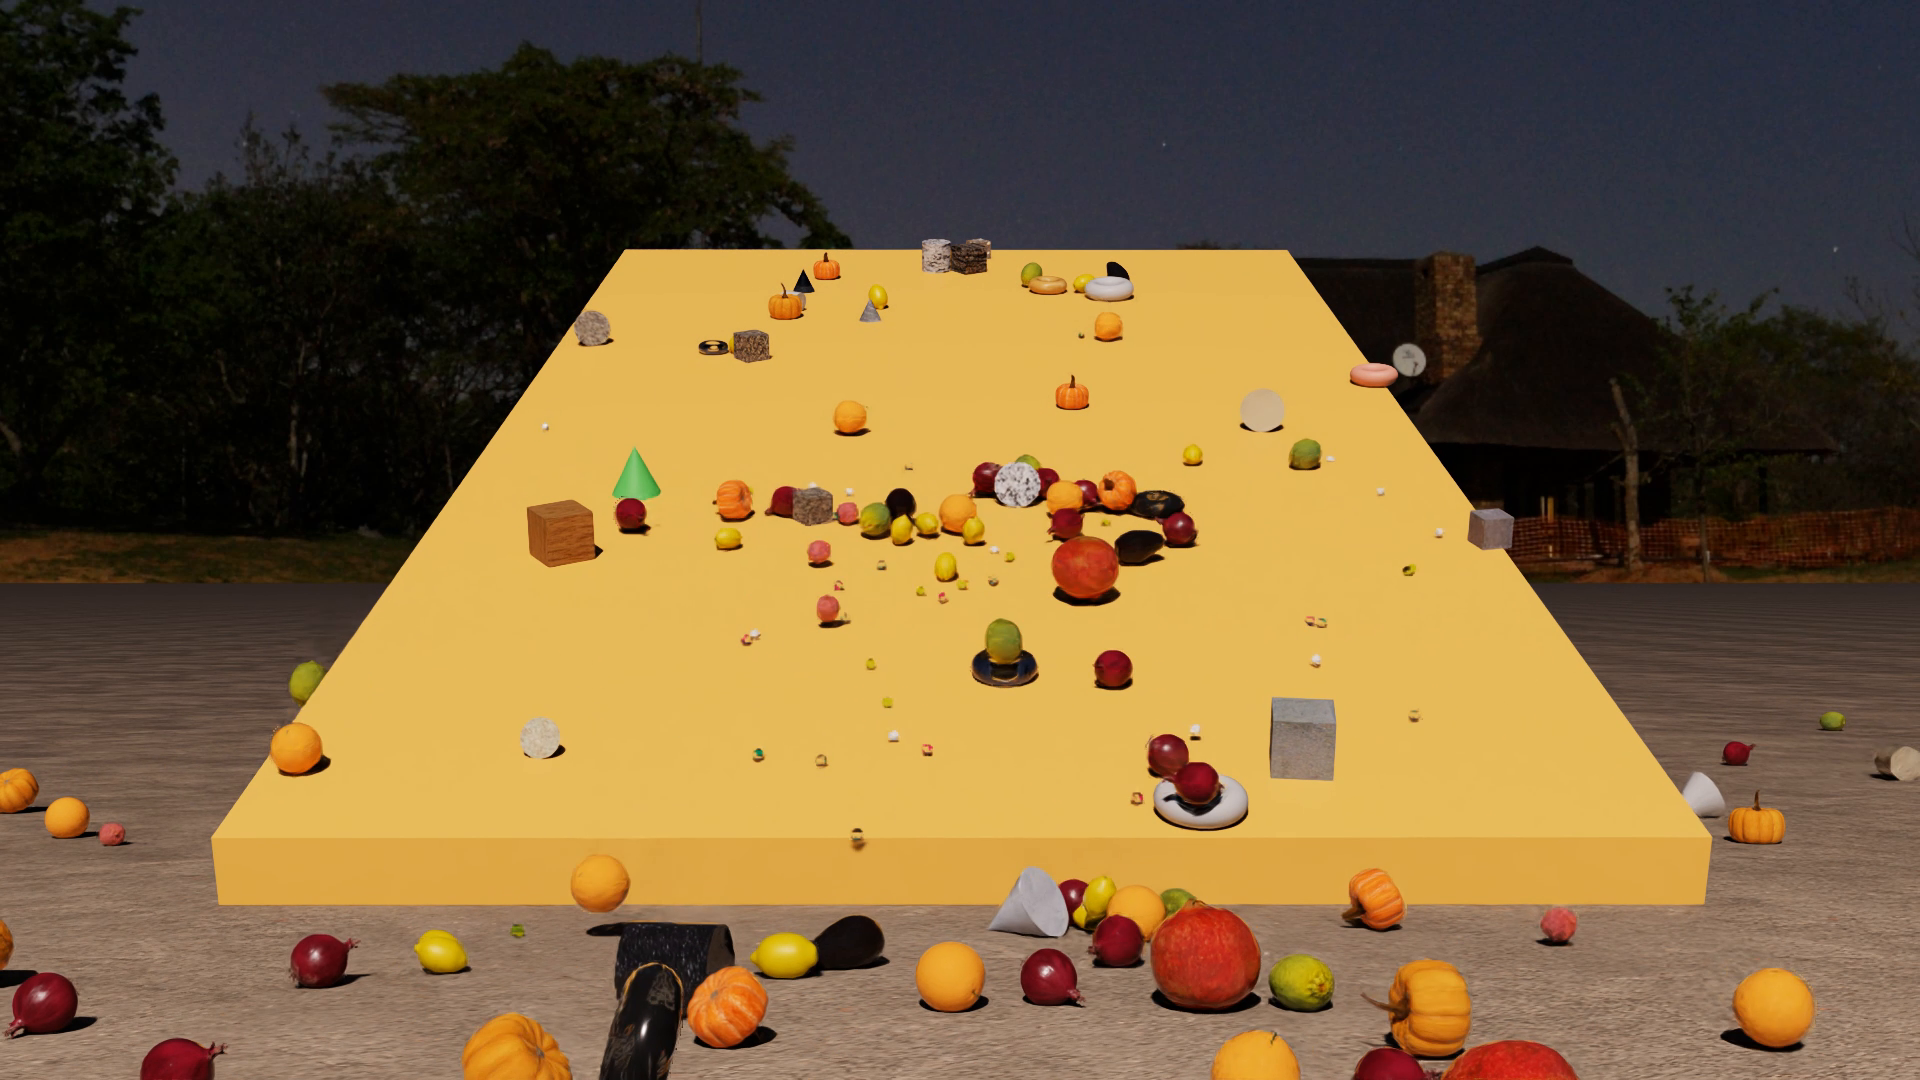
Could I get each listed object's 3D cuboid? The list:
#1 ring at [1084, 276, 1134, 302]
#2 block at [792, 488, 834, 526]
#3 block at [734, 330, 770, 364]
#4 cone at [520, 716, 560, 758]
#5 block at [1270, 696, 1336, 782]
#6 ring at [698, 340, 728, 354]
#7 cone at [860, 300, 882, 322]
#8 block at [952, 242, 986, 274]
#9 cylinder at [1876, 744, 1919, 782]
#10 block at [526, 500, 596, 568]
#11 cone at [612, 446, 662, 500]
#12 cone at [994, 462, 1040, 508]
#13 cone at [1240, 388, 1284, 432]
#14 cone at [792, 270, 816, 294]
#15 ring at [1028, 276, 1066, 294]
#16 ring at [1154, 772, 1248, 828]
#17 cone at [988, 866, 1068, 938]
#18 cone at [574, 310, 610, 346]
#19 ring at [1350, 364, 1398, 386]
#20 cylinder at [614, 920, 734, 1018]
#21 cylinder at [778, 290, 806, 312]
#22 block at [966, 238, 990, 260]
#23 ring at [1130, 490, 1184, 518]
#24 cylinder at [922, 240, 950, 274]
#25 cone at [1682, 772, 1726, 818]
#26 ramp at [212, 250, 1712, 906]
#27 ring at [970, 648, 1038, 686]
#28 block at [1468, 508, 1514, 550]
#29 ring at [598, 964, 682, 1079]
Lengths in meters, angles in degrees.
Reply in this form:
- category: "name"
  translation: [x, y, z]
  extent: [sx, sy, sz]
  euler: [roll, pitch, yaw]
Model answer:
- category: "ring"
  translation: [0.409, -0.687, 6.147]
  extent: [0.136, 0.045, 0.136]
  euler: [-2, 22, 1]
- category: "block"
  translation: [-0.279, -0.063, 4.270]
  extent: [0.056, 0.056, 0.056]
  euler: [-12, 22, -31]
- category: "block"
  translation: [-0.509, -0.473, 5.480]
  extent: [0.064, 0.064, 0.064]
  euler: [-12, 22, -33]
- category: "cone"
  translation: [-0.600, 0.289, 3.265]
  extent: [0.061, 0.061, 0.061]
  euler: [0, -8, 10]
- category: "block"
  translation: [0.487, 0.283, 3.195]
  extent: [0.088, 0.088, 0.088]
  euler: [2, 19, 6]
- category: "ring"
  translation: [-0.609, -0.476, 5.548]
  extent: [0.076, 0.025, 0.076]
  euler: [1, 18, 0]
- category: "cone"
  translation: [-0.235, -0.605, 5.880]
  extent: [0.059, 0.059, 0.059]
  euler: [0, 19, 0]
- category: "block"
  translation: [0.026, -0.810, 6.469]
  extent: [0.074, 0.074, 0.074]
  euler: [-12, 22, -32]
- category: "cylinder"
  translation: [2.044, 0.485, 4.886]
  extent: [0.074, 0.074, 0.074]
  euler: [0, -1, -1]
- category: "block"
  translation: [-0.722, -0.013, 4.065]
  extent: [0.090, 0.090, 0.090]
  euler: [-11, 22, -31]
- category: "cone"
  translation: [-0.640, -0.139, 4.431]
  extent: [0.097, 0.097, 0.097]
  euler: [0, 19, 0]
- category: "cone"
  translation: [0.116, -0.101, 4.409]
  extent: [0.091, 0.091, 0.091]
  euler: [0, -8, 5]
- category: "cone"
  translation: [0.665, -0.275, 4.925]
  extent: [0.096, 0.096, 0.096]
  euler: [0, -8, 9]
- category: "cone"
  translation: [-0.433, -0.720, 6.217]
  extent: [0.063, 0.063, 0.063]
  euler: [0, 19, 0]
- category: "ring"
  translation: [0.243, -0.706, 6.220]
  extent: [0.108, 0.036, 0.108]
  euler: [1, 19, 0]
- category: "ring"
  translation: [0.328, 0.353, 3.056]
  extent: [0.130, 0.043, 0.130]
  euler: [1, 18, 0]
- category: "cone"
  translation: [0.069, 0.466, 2.788]
  extent: [0.094, 0.094, 0.094]
  euler: [-31, -17, 29]
- category: "cone"
  translation: [-0.934, -0.522, 5.658]
  extent: [0.092, 0.092, 0.092]
  euler: [0, -9, -19]
- category: "ring"
  translation: [0.972, -0.387, 5.270]
  extent: [0.112, 0.037, 0.112]
  euler: [-1, 19, 0]
- category: "cylinder"
  translation: [-0.286, 0.432, 2.257]
  extent: [0.094, 0.094, 0.094]
  euler: [0, -1, 12]
- category: "cylinder"
  translation: [-0.446, -0.637, 5.985]
  extent: [0.052, 0.052, 0.052]
  euler: [18, 10, 34]
- category: "block"
  translation: [0.055, -0.860, 6.651]
  extent: [0.053, 0.053, 0.053]
  euler: [-12, 22, -33]
- category: "ring"
  translation: [0.379, -0.068, 4.323]
  extent: [0.105, 0.035, 0.105]
  euler: [0, 17, 0]
- category: "cylinder"
  translation: [-0.068, -0.819, 6.481]
  extent: [0.083, 0.083, 0.083]
  euler: [0, 19, 0]
- category: "cone"
  translation: [1.331, 0.488, 4.109]
  extent: [0.094, 0.094, 0.094]
  euler: [-27, 6, -13]
- category: "ramp"
  translation: [-0.004, -0.193, 4.903]
  extent: [2.000, 0.100, 4.000]
  euler: [0, 19, 0]
- category: "ring"
  translation: [0.070, 0.198, 3.527]
  extent: [0.106, 0.035, 0.106]
  euler: [0, 20, 0]
- category: "block"
  translation: [0.979, -0.020, 4.143]
  extent: [0.059, 0.059, 0.059]
  euler: [-5, 19, -14]
- category: "ring"
  translation: [-0.255, 0.406, 1.784]
  extent: [0.046, 0.139, 0.139]
  euler: [15, -3, -9]
